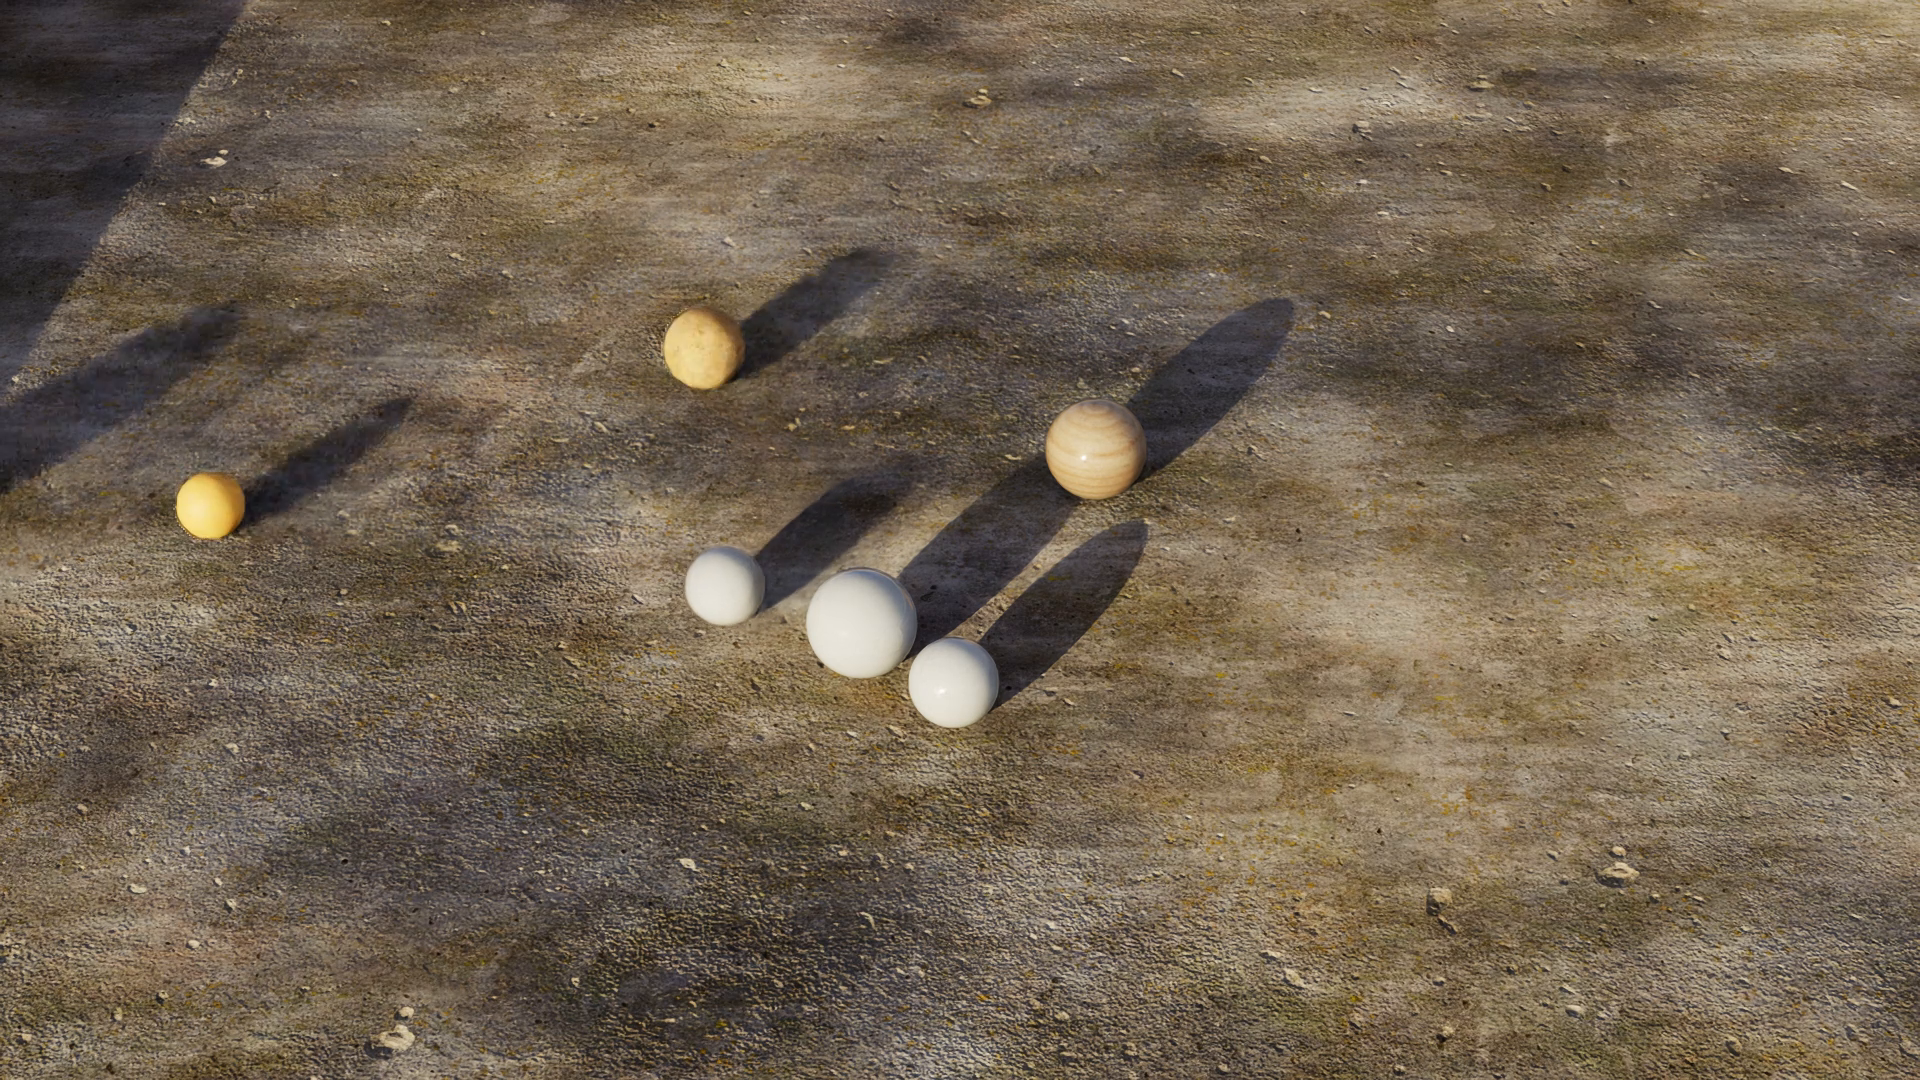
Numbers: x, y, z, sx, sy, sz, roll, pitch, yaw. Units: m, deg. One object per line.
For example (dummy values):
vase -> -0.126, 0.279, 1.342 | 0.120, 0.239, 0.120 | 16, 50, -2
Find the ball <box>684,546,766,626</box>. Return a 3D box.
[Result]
ball -> -0.148, 0.029, 1.622 | 0.051, 0.051, 0.051 | 0, 36, 0

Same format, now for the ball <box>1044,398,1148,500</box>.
ball -> 0.092, -0.062, 1.732 | 0.069, 0.069, 0.069 | 0, 36, 0

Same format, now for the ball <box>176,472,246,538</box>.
ball -> -0.496, -0.023, 1.699 | 0.045, 0.045, 0.045 | 0, 36, 0

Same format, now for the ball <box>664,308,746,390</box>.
ball -> -0.184, -0.137, 1.843 | 0.059, 0.059, 0.059 | 0, 36, 0

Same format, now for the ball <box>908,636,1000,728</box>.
ball -> -0.004, 0.086, 1.542 | 0.055, 0.055, 0.055 | 0, 36, 0

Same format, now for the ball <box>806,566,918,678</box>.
ball -> -0.060, 0.051, 1.578 | 0.069, 0.069, 0.069 | 0, 36, 0
